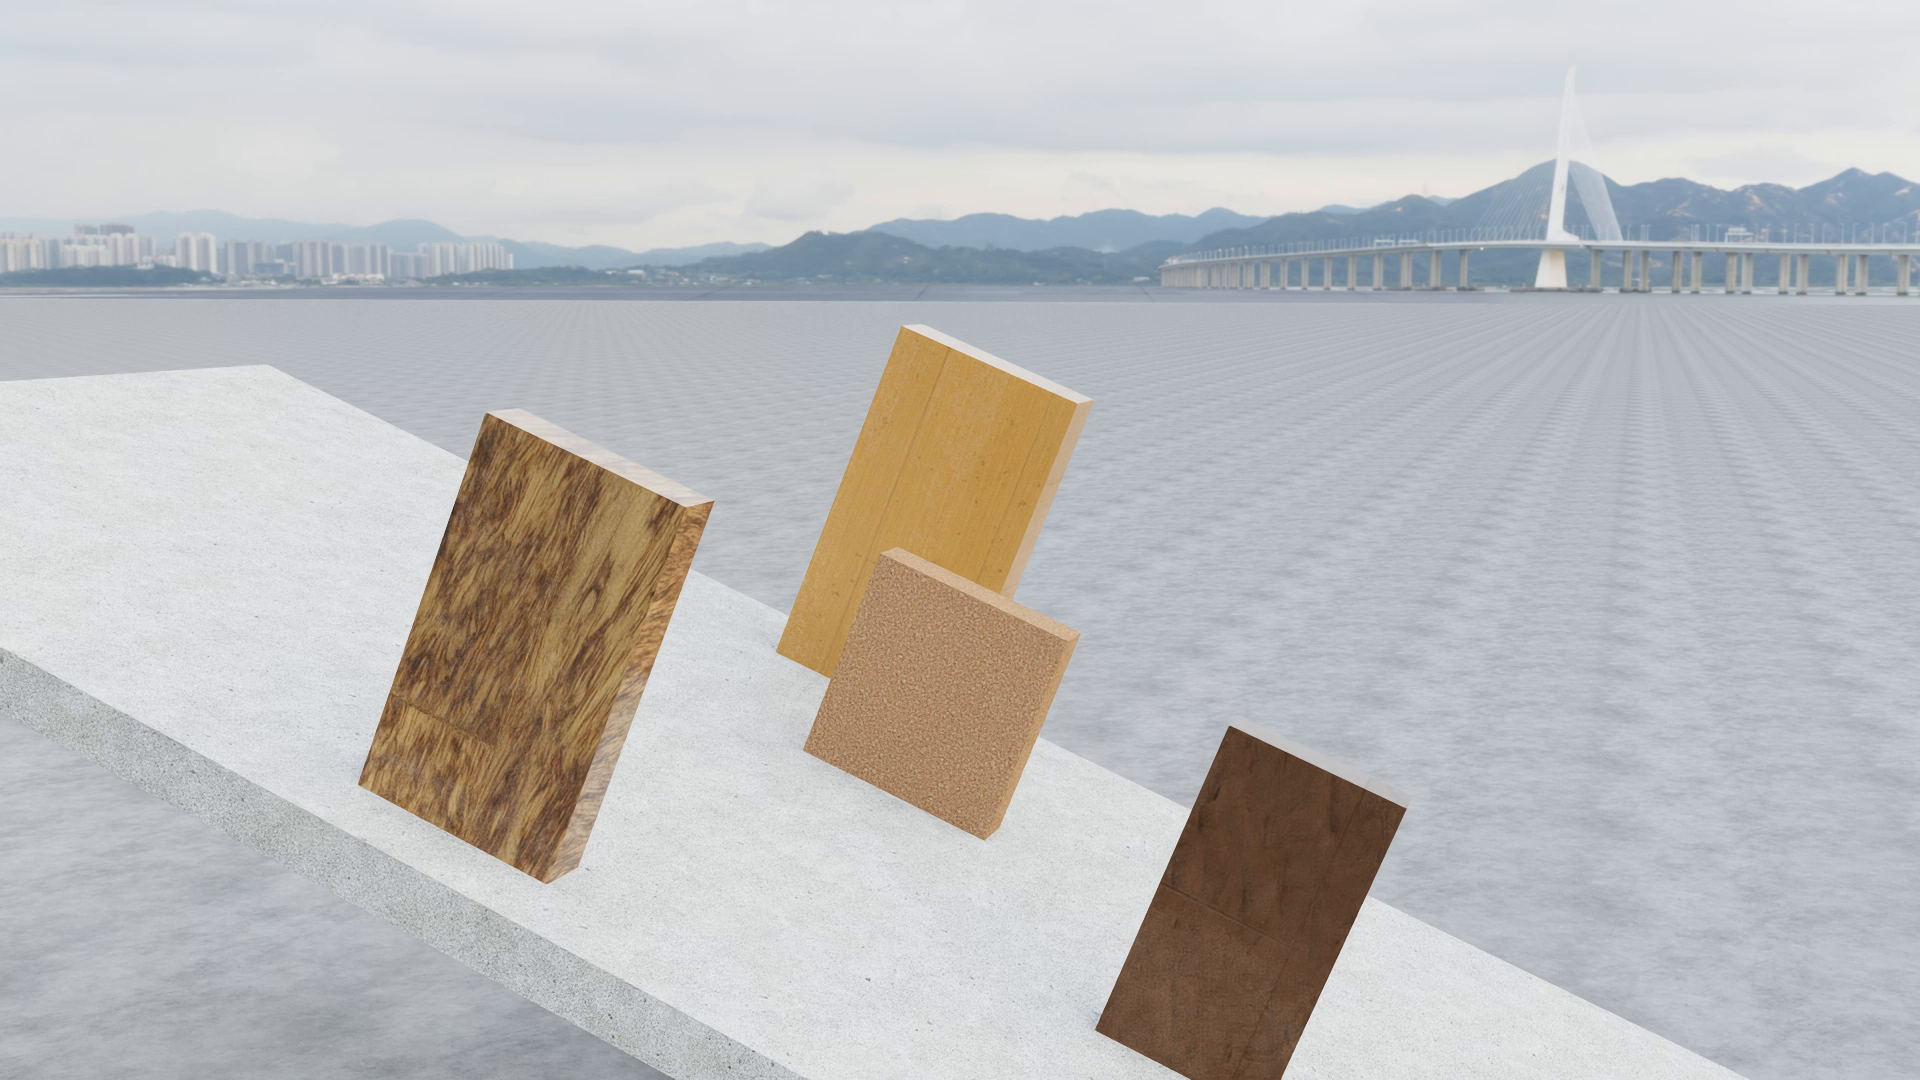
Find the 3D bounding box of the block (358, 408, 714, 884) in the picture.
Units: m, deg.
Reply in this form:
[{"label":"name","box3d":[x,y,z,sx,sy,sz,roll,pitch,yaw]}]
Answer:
[{"label":"block","box3d":[-0.665,0.164,3.427,0.356,0.644,0.106,25,13,13]}]

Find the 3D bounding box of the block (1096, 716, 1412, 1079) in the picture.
[{"label":"block","box3d":[0.478,0.616,3.612,0.308,0.575,0.087,25,13,13]}]

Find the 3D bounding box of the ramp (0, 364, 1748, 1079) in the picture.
[{"label":"ramp","box3d":[-0.302,0.534,4.192,4.000,0.100,2.000,25,13,13]}]

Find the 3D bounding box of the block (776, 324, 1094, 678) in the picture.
[{"label":"block","box3d":[-0.060,-0.027,4.872,0.426,0.791,0.147,25,13,13]}]

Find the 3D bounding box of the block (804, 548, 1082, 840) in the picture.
[{"label":"block","box3d":[-0.039,0.302,4.360,0.410,0.438,0.107,25,13,13]}]
